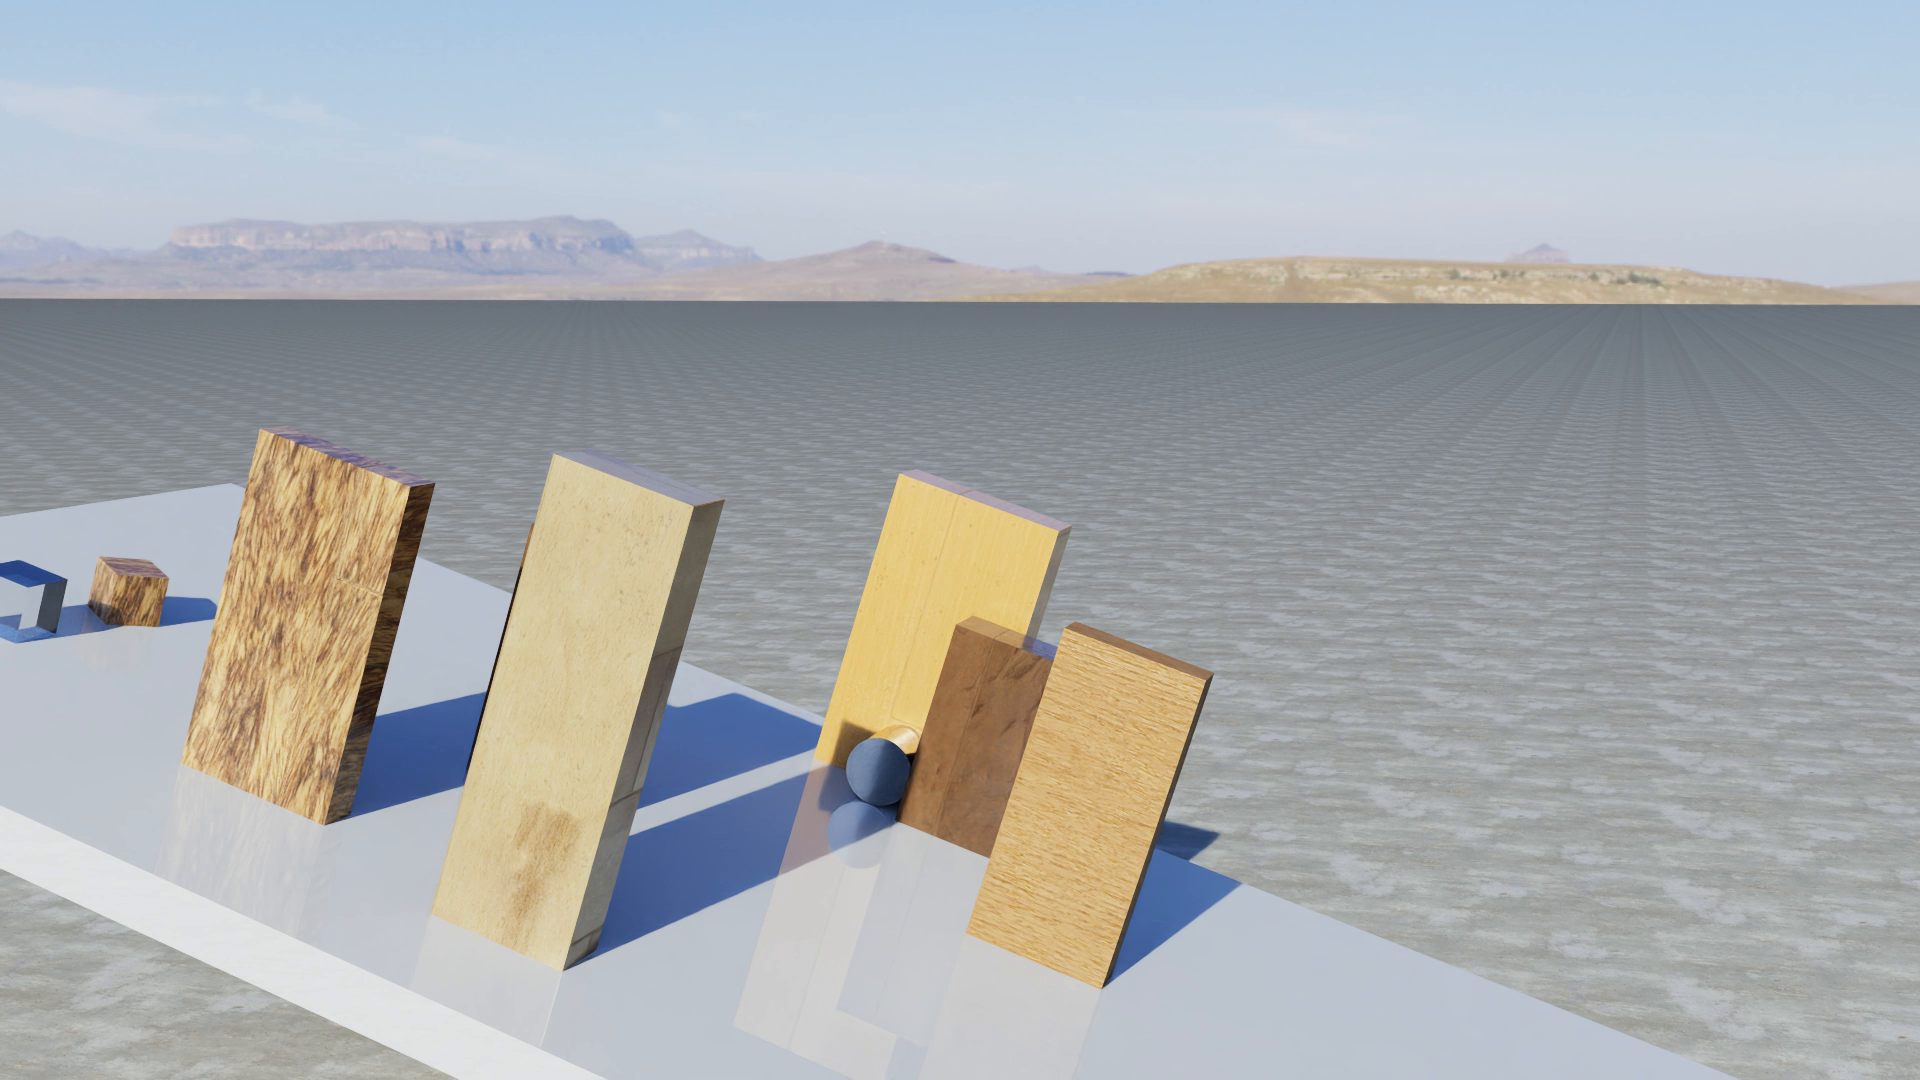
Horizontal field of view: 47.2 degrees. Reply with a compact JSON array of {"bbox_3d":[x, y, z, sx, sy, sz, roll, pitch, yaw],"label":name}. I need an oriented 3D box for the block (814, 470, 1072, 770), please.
[{"bbox_3d":[-0.041,0.228,4.874,0.377,0.676,0.119,20,12,14],"label":"block"}]

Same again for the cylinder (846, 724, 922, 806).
[{"bbox_3d":[-0.153,0.490,4.799,0.149,0.149,0.149,2,7,17],"label":"cylinder"}]

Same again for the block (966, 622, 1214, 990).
[{"bbox_3d":[0.242,0.499,4.141,0.280,0.629,0.084,20,12,14],"label":"block"}]

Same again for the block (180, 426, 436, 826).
[{"bbox_3d":[-1.133,0.148,3.811,0.301,0.622,0.081,20,12,14],"label":"block"}]

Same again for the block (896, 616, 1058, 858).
[{"bbox_3d":[0.066,0.425,4.675,0.266,0.451,0.129,20,12,14],"label":"block"}]

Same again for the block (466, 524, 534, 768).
[{"bbox_3d":[-0.735,0.249,4.205,0.290,0.505,0.092,20,12,14],"label":"block"}]

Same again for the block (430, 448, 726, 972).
[{"bbox_3d":[-0.619,0.273,3.539,0.249,0.797,0.121,20,12,14],"label":"block"}]

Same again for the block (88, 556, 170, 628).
[{"bbox_3d":[-1.693,0.106,4.477,0.107,0.107,0.107,6,16,-44],"label":"block"}]

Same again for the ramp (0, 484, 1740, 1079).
[{"bbox_3d":[-0.360,0.683,4.228,4.000,0.100,2.000,20,12,14],"label":"ramp"}]

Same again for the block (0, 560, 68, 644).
[{"bbox_3d":[-1.813,0.118,4.231,0.114,0.114,0.114,20,12,13],"label":"block"}]
